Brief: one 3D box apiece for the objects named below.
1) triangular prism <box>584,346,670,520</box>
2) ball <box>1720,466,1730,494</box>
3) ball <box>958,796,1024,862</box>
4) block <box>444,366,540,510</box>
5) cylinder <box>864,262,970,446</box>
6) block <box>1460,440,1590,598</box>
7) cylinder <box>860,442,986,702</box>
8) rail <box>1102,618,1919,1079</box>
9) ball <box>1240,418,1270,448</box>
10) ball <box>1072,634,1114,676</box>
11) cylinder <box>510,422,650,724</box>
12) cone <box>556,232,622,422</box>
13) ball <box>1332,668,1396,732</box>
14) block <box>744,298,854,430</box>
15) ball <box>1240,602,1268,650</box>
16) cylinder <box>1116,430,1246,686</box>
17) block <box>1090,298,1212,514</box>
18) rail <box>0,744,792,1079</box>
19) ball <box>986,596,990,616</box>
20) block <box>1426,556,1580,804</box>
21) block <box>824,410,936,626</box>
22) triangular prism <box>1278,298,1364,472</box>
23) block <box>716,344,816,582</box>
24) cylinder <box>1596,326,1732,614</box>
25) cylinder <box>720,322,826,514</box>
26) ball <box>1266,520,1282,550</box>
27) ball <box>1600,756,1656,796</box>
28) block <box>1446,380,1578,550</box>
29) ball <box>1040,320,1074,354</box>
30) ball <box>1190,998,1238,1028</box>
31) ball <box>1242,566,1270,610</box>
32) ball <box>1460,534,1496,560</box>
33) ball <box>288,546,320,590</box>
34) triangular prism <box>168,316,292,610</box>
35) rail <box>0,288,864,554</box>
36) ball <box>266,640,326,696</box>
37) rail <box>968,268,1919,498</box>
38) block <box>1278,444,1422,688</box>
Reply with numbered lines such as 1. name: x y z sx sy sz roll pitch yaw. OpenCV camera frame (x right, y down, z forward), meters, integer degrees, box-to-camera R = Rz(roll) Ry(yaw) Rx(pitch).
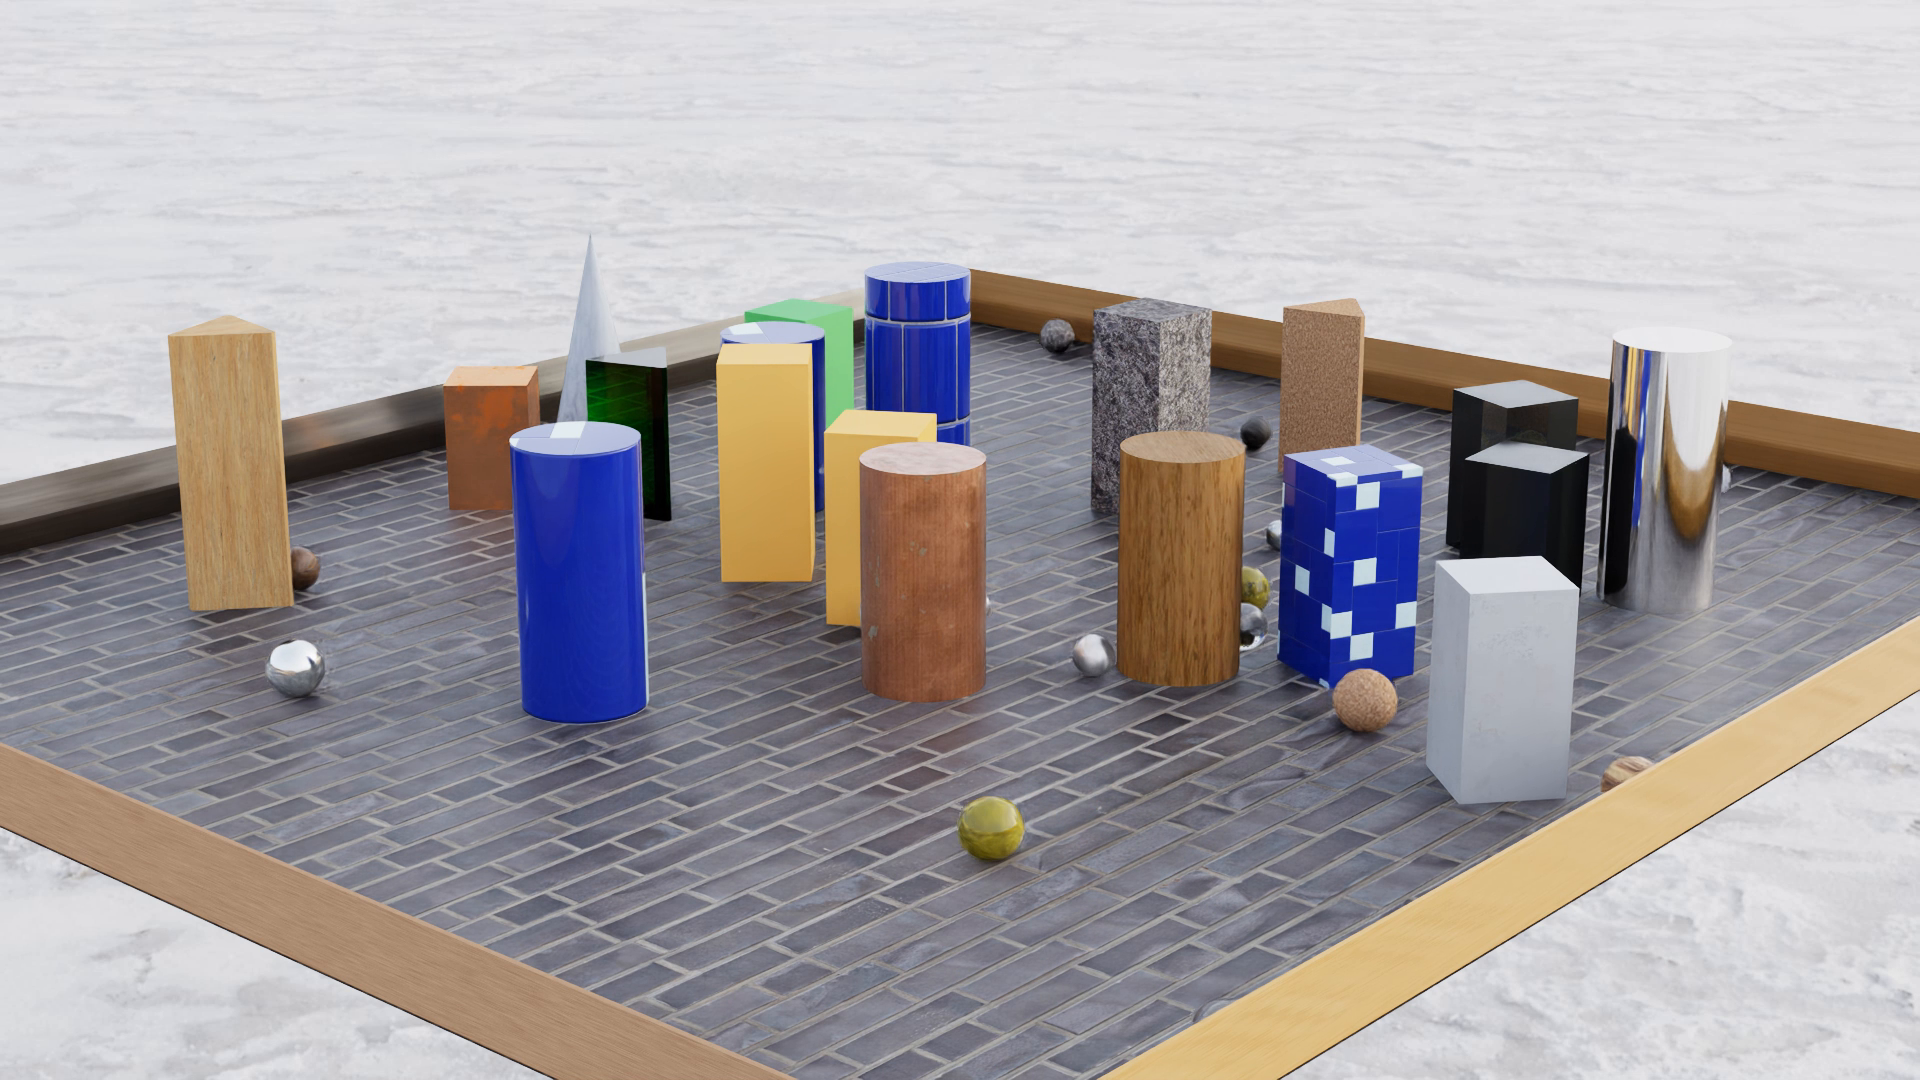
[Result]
1. triangular prism: -0.602 -0.209 5.631 0.173 0.299 0.150 7 18 22
2. ball: 1.473 -0.122 5.741 0.069 0.069 0.069 0 17 0
3. ball: 0.043 0.393 3.996 0.089 0.089 0.089 0 17 0
4. block: -0.904 -0.199 5.690 0.159 0.246 0.159 0 17 0
5. cylinder: -0.080 -0.278 5.562 0.199 0.470 0.199 0 17 0
6. block: 0.974 -0.020 5.072 0.159 0.259 0.159 12 20 34
7. cylinder: -0.058 0.049 4.650 0.199 0.371 0.199 0 17 0
8. rail: 1.099 0.308 4.206 0.045 0.129 3.380 14 22 39
9. ball: 0.613 -0.222 6.086 0.062 0.062 0.062 0 17 0
10. ball: 0.215 0.186 4.722 0.067 0.067 0.067 0 17 0
11. cylinder: -0.588 0.050 4.545 0.199 0.430 0.199 0 17 0
12. cone: -0.740 -0.394 5.942 0.199 0.473 0.199 0 17 0
13. ball: 0.618 0.244 4.478 0.096 0.096 0.096 0 17 0
14. block: -0.333 -0.342 6.103 0.159 0.282 0.159 11 20 33
15. ball: 0.469 0.143 4.843 0.079 0.079 0.079 0 17 0
16. cylinder: 0.354 0.028 4.721 0.199 0.370 0.199 0 17 0
17. block: 0.365 -0.250 5.609 0.159 0.390 0.159 14 22 39
18. rail: -1.092 0.395 3.915 2.960 0.129 0.045 14 22 39
19. ball: 0.027 0.114 4.990 0.051 0.051 0.051 0 17 0
20. block: 0.782 0.201 4.240 0.159 0.316 0.159 -3 17 -8
21. block: -0.133 -0.036 4.994 0.159 0.336 0.159 3 17 10
22. triangular prism: 0.753 -0.306 5.888 0.173 0.338 0.150 10 19 29
23. block: -0.344 -0.139 5.230 0.159 0.396 0.159 0 17 0
24. cylinder: 1.213 -0.122 5.061 0.199 0.460 0.199 0 17 0
25. cylinder: -0.357 -0.231 5.629 0.199 0.342 0.199 0 17 0
26. ball: 0.590 -0.010 5.390 0.056 0.056 0.056 0 17 0
27. ball: 0.950 0.349 4.140 0.090 0.090 0.090 0 17 0
28. block: 1.007 -0.124 5.356 0.159 0.295 0.159 -8 19 -26
29. ball: 0.229 -0.480 6.911 0.080 0.080 0.080 0 17 0
30. ball: 0.308 0.573 3.419 0.077 0.077 0.077 0 17 0
31. ball: 0.488 0.088 5.013 0.087 0.087 0.087 0 17 0
32. ball: 0.931 0.021 5.278 0.063 0.063 0.063 0 17 0
33. ball: -1.164 0.050 5.156 0.077 0.077 0.077 0 17 0
34. triangular prism: -1.253 -0.136 5.067 0.173 0.484 0.150 -3 17 -9
35. rail: -1.099 -0.243 6.034 0.045 0.129 3.380 14 22 39
36. ball: -1.048 0.202 4.628 0.091 0.091 0.091 0 17 0
37. rail: 1.092 -0.330 6.324 2.960 0.129 0.045 14 22 39
38. block: 0.626 0.040 4.720 0.159 0.347 0.159 -8 18 -24
